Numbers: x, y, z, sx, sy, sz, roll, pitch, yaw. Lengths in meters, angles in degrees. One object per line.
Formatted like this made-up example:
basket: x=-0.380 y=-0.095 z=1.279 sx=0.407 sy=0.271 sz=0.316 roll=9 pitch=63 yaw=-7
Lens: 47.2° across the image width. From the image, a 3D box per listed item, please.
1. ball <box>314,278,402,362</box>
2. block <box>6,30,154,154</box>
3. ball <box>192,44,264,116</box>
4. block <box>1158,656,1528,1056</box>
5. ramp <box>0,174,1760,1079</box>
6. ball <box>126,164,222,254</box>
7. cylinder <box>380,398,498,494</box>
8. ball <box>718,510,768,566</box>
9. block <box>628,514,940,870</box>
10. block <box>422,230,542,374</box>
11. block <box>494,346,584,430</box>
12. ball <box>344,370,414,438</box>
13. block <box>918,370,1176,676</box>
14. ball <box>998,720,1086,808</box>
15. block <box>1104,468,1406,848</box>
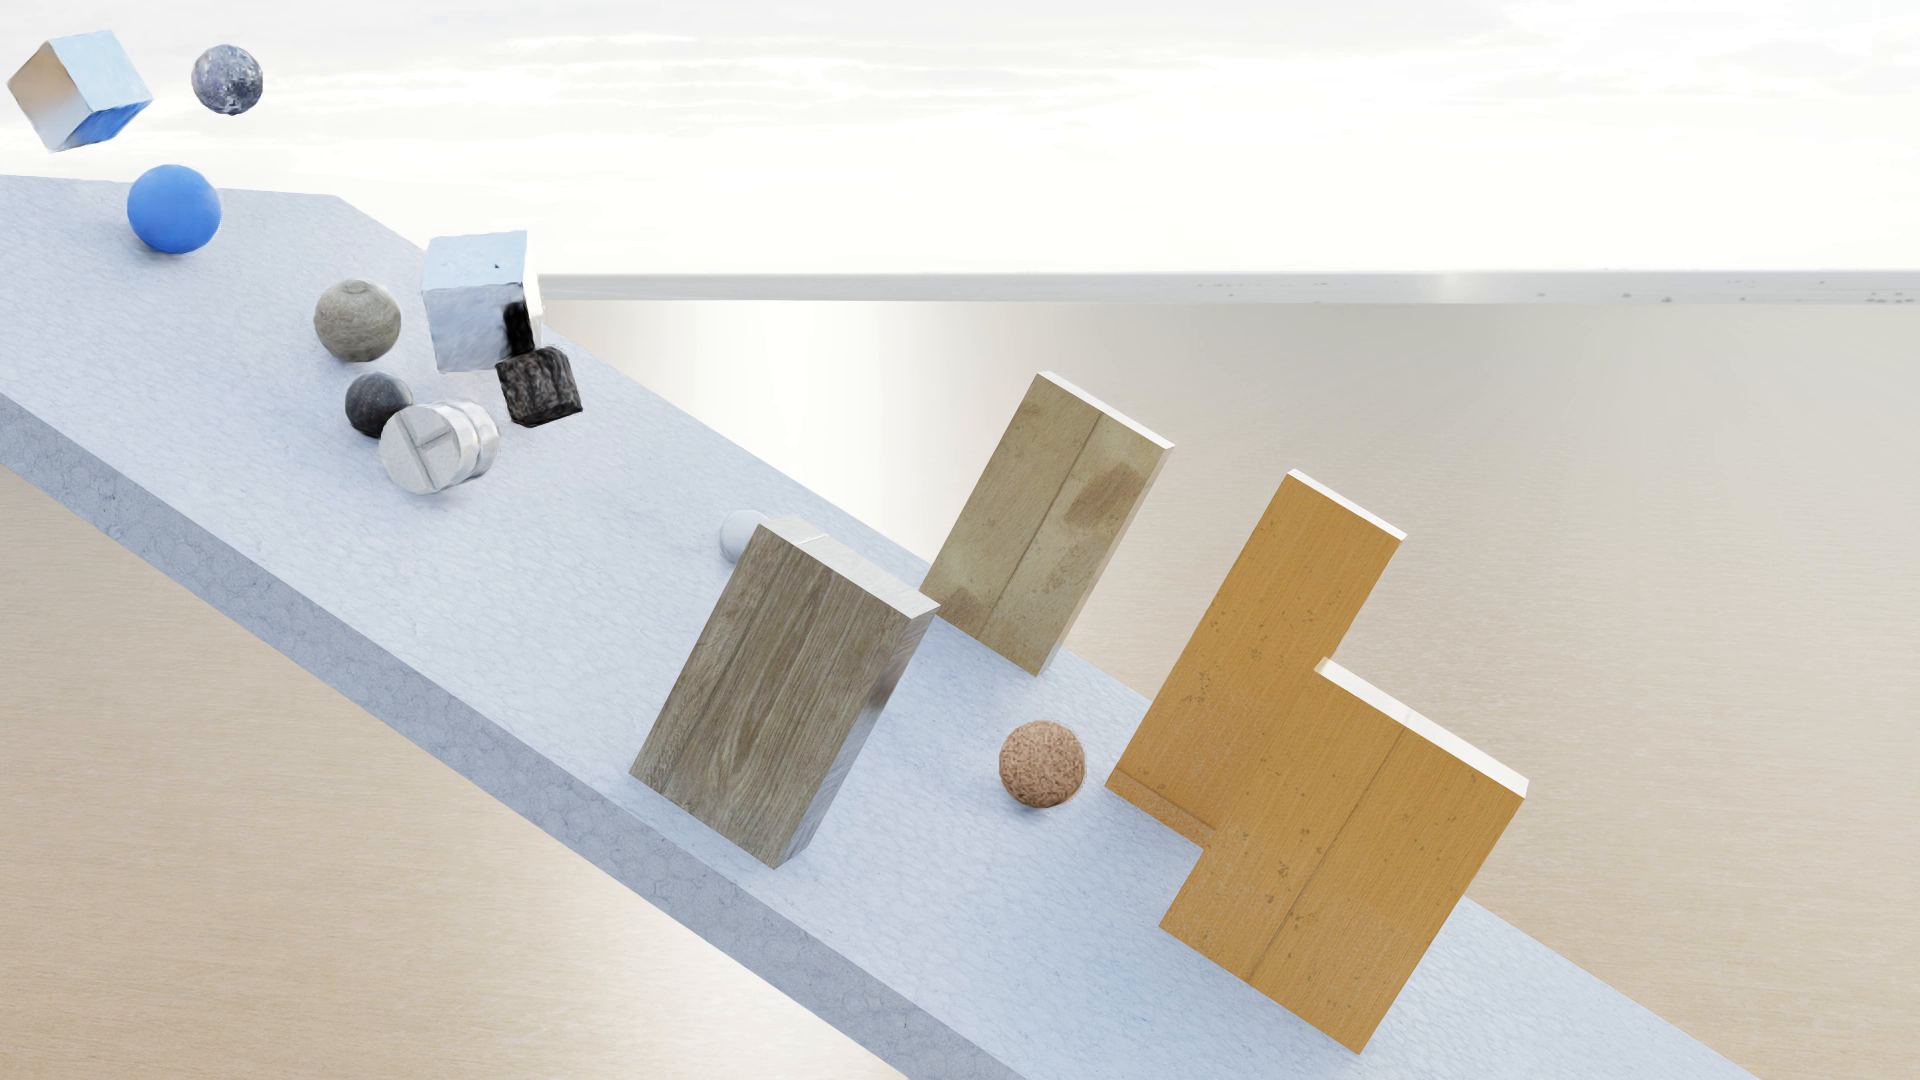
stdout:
ball: x=-1.190 y=-0.434 z=4.347 sx=0.168 sy=0.168 sz=0.168 roll=0 pitch=7 yaw=0
block: x=-1.613 y=-0.823 z=4.033 sx=0.150 sy=0.150 sz=0.150 roll=-29 pitch=4 yaw=32
ball: x=-1.335 y=-0.838 z=4.009 sx=0.126 sy=0.126 sz=0.126 roll=0 pitch=7 yaw=0
block: x=0.650 y=0.535 z=3.749 sx=0.398 sy=0.529 sz=0.136 roll=32 pitch=15 yaw=11
ramp: x=-0.199 y=0.328 z=4.135 sx=4.000 sy=0.100 sz=2.000 roll=32 pitch=15 yaw=11
ball: x=-1.568 y=-0.660 z=4.388 sx=0.179 sy=0.179 sz=0.179 roll=0 pitch=7 yaw=0
cylinder: x=-0.933 y=-0.170 z=3.945 sx=0.156 sy=0.156 sz=0.156 roll=2 pitch=9 yaw=13
ball: x=-0.427 y=-0.003 z=4.404 sx=0.117 sy=0.117 sz=0.117 roll=0 pitch=7 yaw=0
block: x=-0.263 y=0.223 z=3.278 sx=0.267 sy=0.440 sz=0.137 roll=32 pitch=15 yaw=11
block: x=-0.991 y=-0.496 z=4.575 sx=0.205 sy=0.205 sz=0.205 roll=-5 pitch=39 yaw=-4
block: x=-0.855 y=-0.310 z=4.475 sx=0.121 sy=0.121 sz=0.121 roll=-18 pitch=-6 yaw=3
ball: x=-1.065 y=-0.248 z=4.032 sx=0.123 sy=0.123 sz=0.123 roll=0 pitch=7 yaw=0
block: x=0.178 y=-0.035 z=4.740 sx=0.319 sy=0.571 sz=0.102 roll=32 pitch=15 yaw=11
ball: x=0.149 y=0.407 z=3.993 sx=0.159 sy=0.159 sz=0.159 roll=0 pitch=7 yaw=0
block: x=0.565 y=0.236 z=4.242 sx=0.246 sy=0.716 sz=0.097 roll=32 pitch=15 yaw=11
